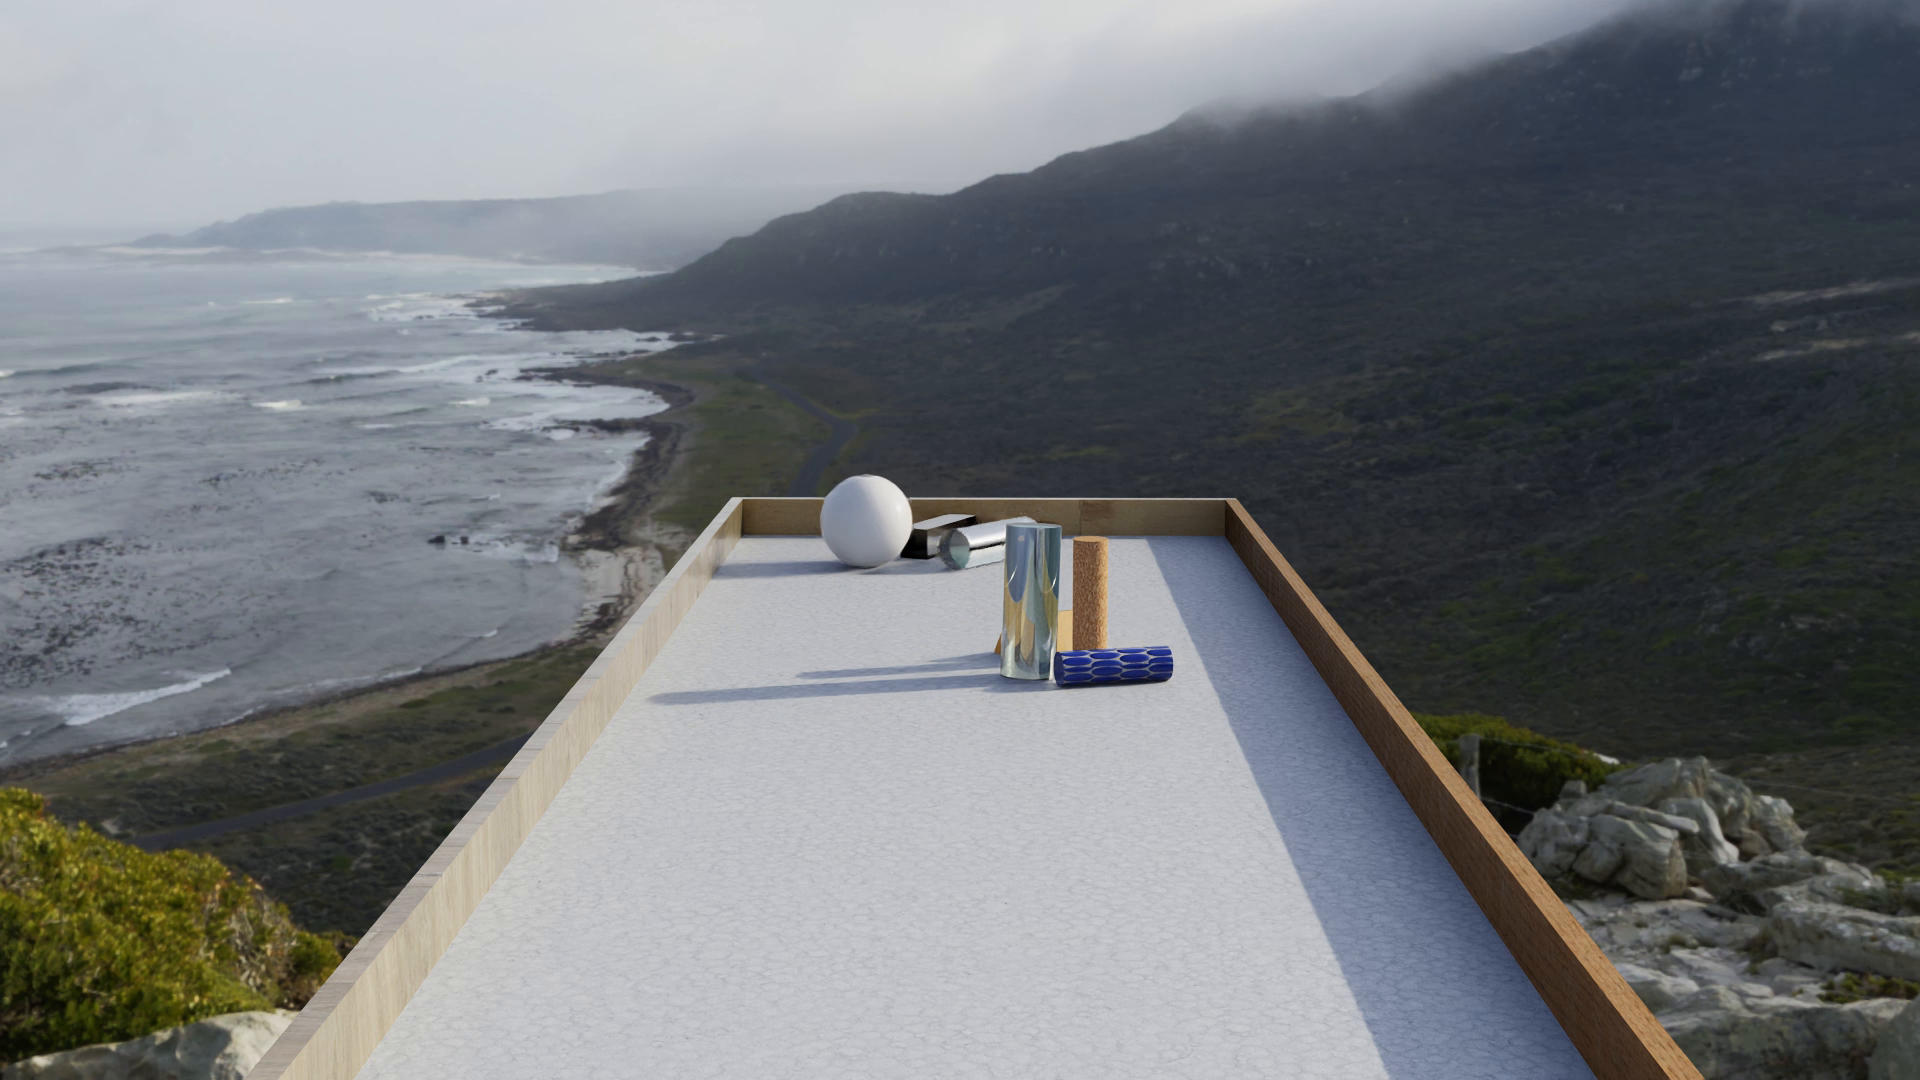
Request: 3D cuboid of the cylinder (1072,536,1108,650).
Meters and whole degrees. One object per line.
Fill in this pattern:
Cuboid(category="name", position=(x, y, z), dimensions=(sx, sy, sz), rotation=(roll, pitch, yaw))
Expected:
Cuboid(category="cylinder", position=(0.396, 0.180, 6.694), dimensions=(0.106, 0.370, 0.106), rotation=(0, 9, 0))

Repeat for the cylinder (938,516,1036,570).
Cuboid(category="cylinder", position=(0.118, 0.010, 8.453), dimensions=(0.154, 0.154, 0.449), rotation=(7, 11, 38))

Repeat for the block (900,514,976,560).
Cuboid(category="block", position=(-0.084, -0.015, 8.729), dimensions=(0.118, 0.118, 0.423), rotation=(5, 10, 26))

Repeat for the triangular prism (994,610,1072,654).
Cuboid(category="triangular prism", position=(0.282, 0.282, 6.829), dimensions=(0.330, 0.118, 0.137), rotation=(-6, 11, -33))

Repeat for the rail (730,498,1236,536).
Cuboid(category="rail", position=(0.099, -0.098, 9.147), dimensions=(2.100, 0.150, 0.050), rotation=(0, 9, 1))

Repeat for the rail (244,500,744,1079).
Cuboid(category="rail", position=(-1.004, 0.839, 3.234), dimensions=(0.050, 0.150, 12.000), rotation=(0, 9, 1))

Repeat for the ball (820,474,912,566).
Cuboid(category="ball", position=(-0.356, -0.073, 8.350), dimensions=(0.352, 0.352, 0.352), rotation=(0, 9, 0))

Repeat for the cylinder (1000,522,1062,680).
Cuboid(category="cylinder", position=(0.207, 0.178, 6.431), dimensions=(0.164, 0.445, 0.164), rotation=(2, 6, 0))

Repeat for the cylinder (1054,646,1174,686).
Cuboid(category="cylinder", position=(0.445, 0.365, 6.384), dimensions=(0.333, 0.101, 0.101), rotation=(-2, 9, -15))

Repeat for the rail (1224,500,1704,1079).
Cuboid(category="rail", position=(1.046, 0.843, 3.208), dimensions=(0.050, 0.150, 12.000), rotation=(0, 9, 1))
